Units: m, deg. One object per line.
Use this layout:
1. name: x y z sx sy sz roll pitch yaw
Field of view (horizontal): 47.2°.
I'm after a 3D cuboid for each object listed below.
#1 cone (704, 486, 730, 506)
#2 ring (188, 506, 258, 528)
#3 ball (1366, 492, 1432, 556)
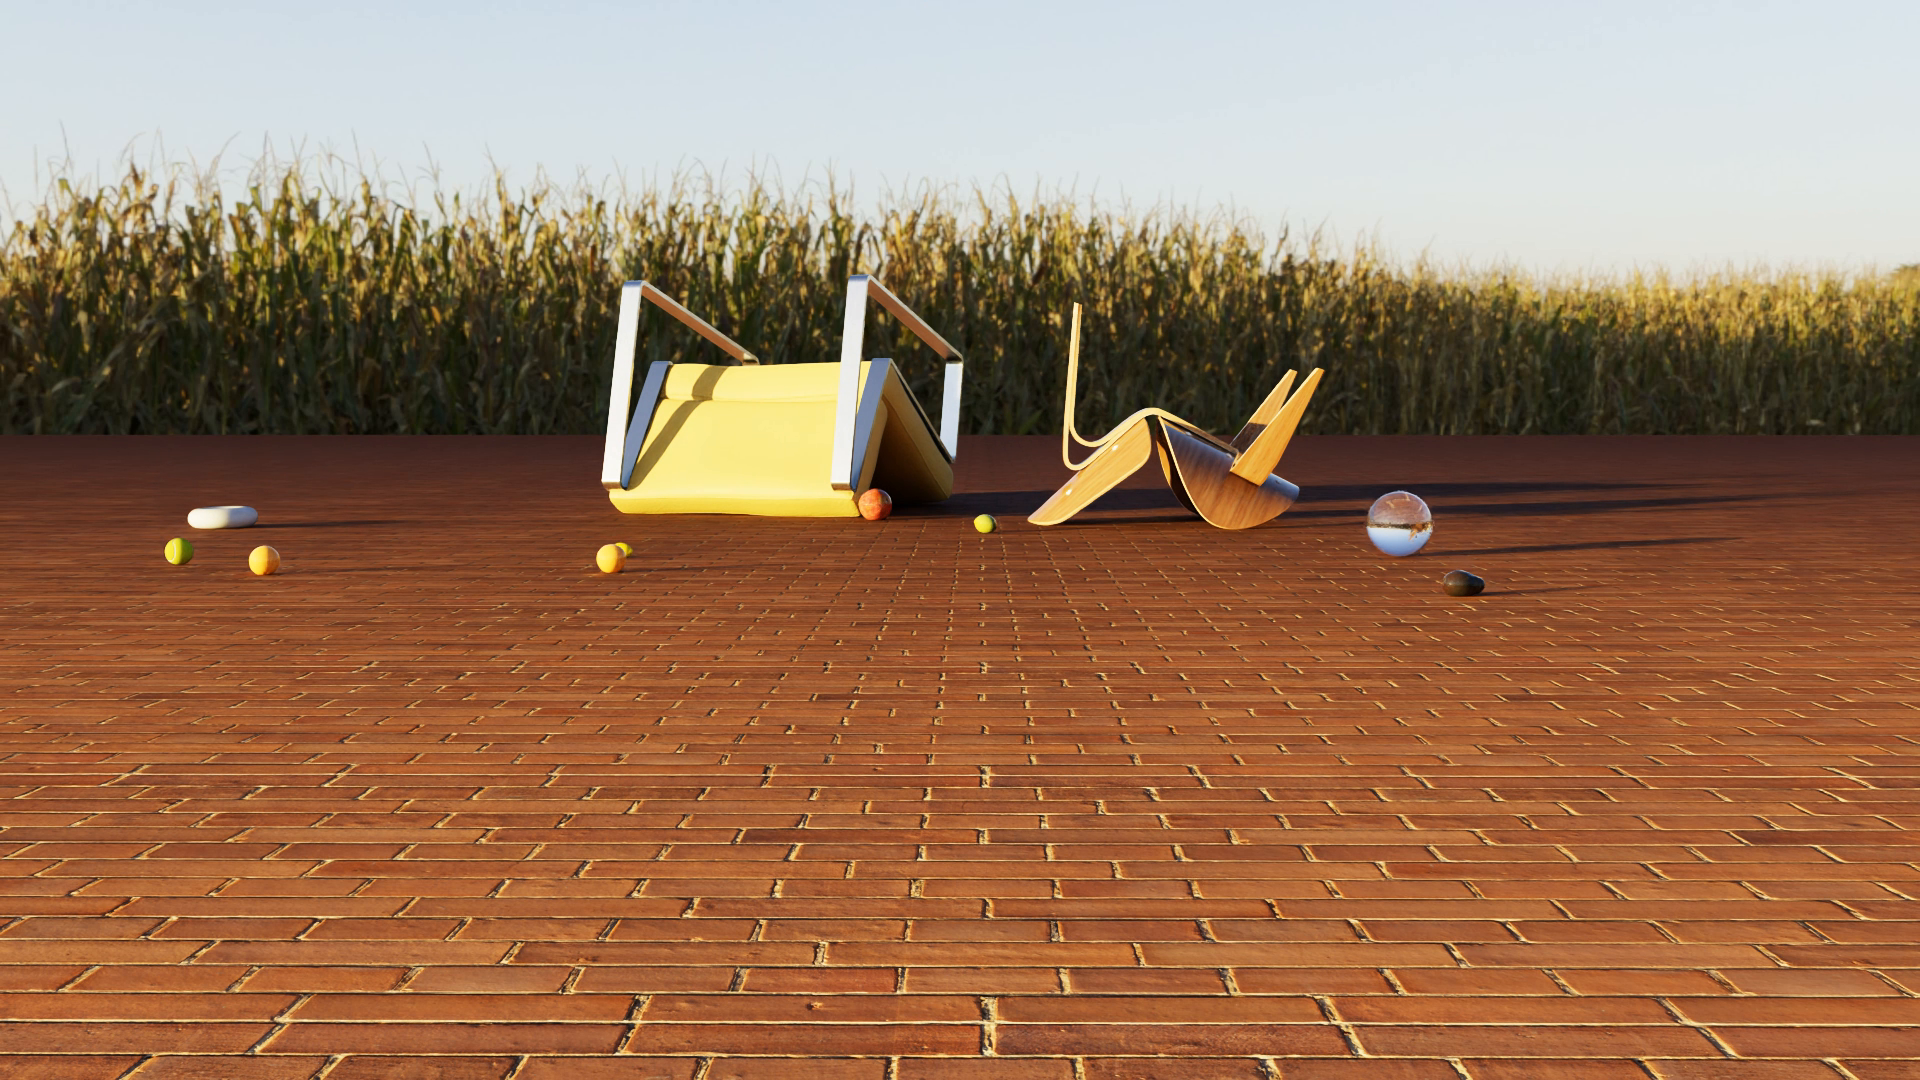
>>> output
1. cone: -0.917 -0.152 8.479 0.114 0.083 0.091 0 -22 36
2. ring: -2.392 -0.073 7.139 0.217 0.066 0.217 1 5 28
3. ball: 1.177 -0.043 5.893 0.175 0.175 0.175 0 4 0
